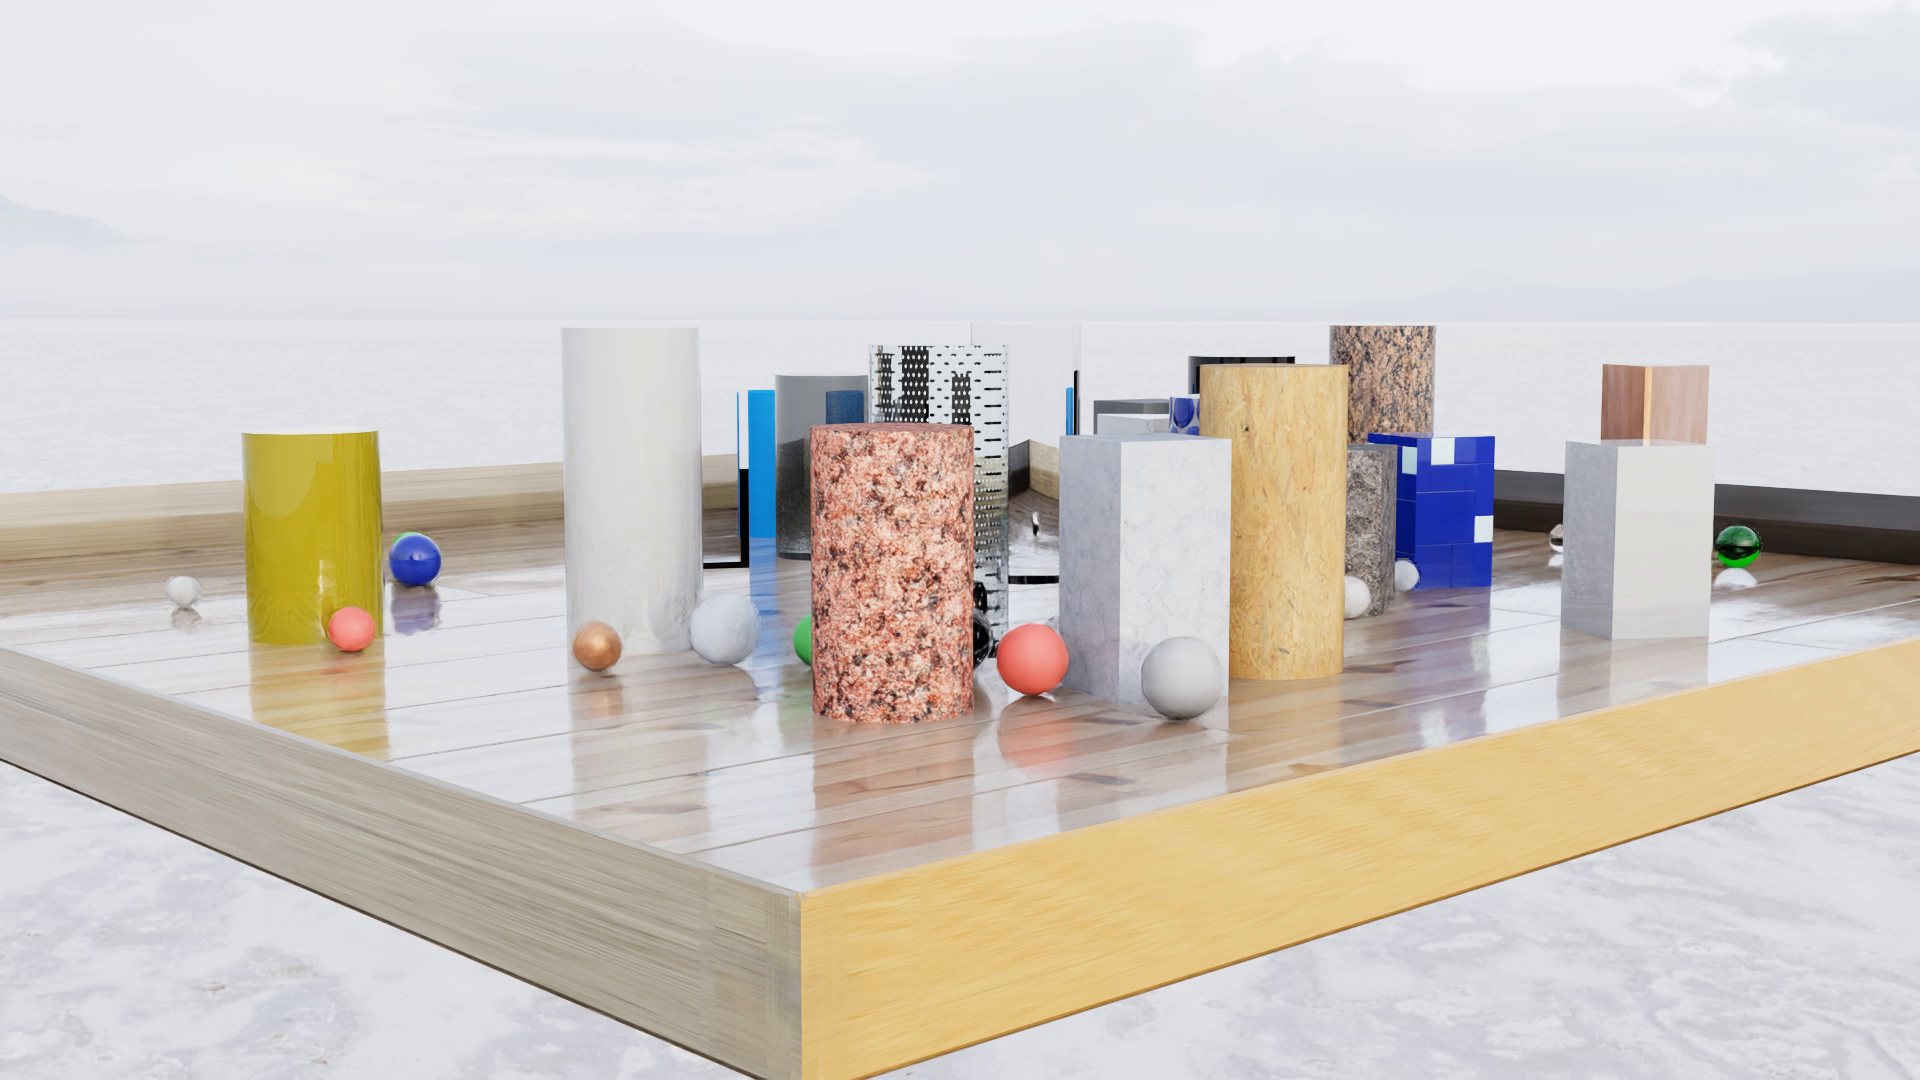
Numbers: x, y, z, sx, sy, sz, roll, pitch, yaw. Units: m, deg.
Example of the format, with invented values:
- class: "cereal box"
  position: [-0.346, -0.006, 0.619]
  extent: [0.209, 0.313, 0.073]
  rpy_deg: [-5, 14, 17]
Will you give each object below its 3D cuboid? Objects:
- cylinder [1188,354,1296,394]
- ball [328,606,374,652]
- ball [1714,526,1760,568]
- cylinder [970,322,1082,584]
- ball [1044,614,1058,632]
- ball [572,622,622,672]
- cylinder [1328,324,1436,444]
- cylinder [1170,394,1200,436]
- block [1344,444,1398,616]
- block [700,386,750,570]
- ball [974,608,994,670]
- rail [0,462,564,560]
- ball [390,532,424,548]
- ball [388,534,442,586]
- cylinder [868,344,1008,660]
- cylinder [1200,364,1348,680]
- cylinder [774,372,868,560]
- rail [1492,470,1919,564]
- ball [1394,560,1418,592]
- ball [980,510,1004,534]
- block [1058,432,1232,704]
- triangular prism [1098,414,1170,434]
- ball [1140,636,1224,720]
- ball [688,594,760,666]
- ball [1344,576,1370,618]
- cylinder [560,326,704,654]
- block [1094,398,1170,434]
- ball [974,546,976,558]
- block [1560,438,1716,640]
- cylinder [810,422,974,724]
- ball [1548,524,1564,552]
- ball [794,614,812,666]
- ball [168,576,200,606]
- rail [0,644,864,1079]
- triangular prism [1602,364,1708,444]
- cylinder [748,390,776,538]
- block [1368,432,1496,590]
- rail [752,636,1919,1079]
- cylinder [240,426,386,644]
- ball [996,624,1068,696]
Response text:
- class: "cylinder"
  position: [0.468, -0.128, 3.677]
  extent: [0.179, 0.360, 0.179]
  rpy_deg: [0, 6, 0]
- class: "ball"
  position: [-0.782, 0.114, 2.828]
  extent: [0.058, 0.058, 0.058]
  rpy_deg: [0, 6, 0]
- class: "ball"
  position: [1.317, 0.011, 3.726]
  extent: [0.073, 0.073, 0.073]
  rpy_deg: [0, 6, 0]
- class: "cylinder"
  position: [0.107, -0.145, 3.571]
  extent: [0.179, 0.416, 0.179]
  rpy_deg: [0, 6, 0]
- class: "ball"
  position: [0.130, 0.121, 2.795]
  extent: [0.053, 0.053, 0.053]
  rpy_deg: [0, 6, 0]
- class: "ball"
  position: [-0.441, 0.130, 2.675]
  extent: [0.060, 0.060, 0.060]
  rpy_deg: [0, 6, 0]
- class: "cylinder"
  position: [0.717, -0.161, 3.753]
  extent: [0.179, 0.409, 0.179]
  rpy_deg: [0, 6, 0]
- class: "cylinder"
  position: [0.373, -0.035, 2.991]
  extent: [0.179, 0.320, 0.179]
  rpy_deg: [0, 6, 0]
- class: "block"
  position: [0.556, -0.018, 3.224]
  extent: [0.143, 0.238, 0.143]
  rpy_deg: [2, 6, 20]
- class: "block"
  position: [-0.445, -0.108, 3.765]
  extent: [0.143, 0.302, 0.143]
  rpy_deg: [-2, 6, -15]
- class: "ball"
  position: [-0.003, 0.119, 2.655]
  extent: [0.086, 0.086, 0.086]
  rpy_deg: [0, 6, 0]
- class: "rail"
  position: [-0.998, -0.085, 4.408]
  extent: [3.000, 0.116, 0.045]
  rpy_deg: [-6, 8, -42]
- class: "ball"
  position: [-0.904, 0.022, 3.627]
  extent: [0.071, 0.071, 0.071]
  rpy_deg: [0, 6, 0]
- class: "ball"
  position: [-0.863, 0.032, 3.484]
  extent: [0.083, 0.083, 0.083]
  rpy_deg: [0, 6, 0]
- class: "cylinder"
  position: [-0.027, -0.052, 2.812]
  extent: [0.179, 0.394, 0.179]
  rpy_deg: [0, 6, 0]
- class: "cylinder"
  position: [0.381, -0.027, 2.686]
  extent: [0.179, 0.371, 0.179]
  rpy_deg: [0, 6, 0]
- class: "cylinder"
  position: [-0.238, -0.133, 3.900]
  extent: [0.179, 0.321, 0.179]
  rpy_deg: [0, 6, 0]
- class: "rail"
  position: [1.085, -0.076, 4.328]
  extent: [0.045, 0.116, 2.990]
  rpy_deg: [-6, 8, -42]
- class: "ball"
  position: [0.688, 0.056, 3.417]
  extent: [0.049, 0.049, 0.049]
  rpy_deg: [0, 6, 0]
- class: "ball"
  position: [0.062, -0.036, 4.284]
  extent: [0.047, 0.047, 0.047]
  rpy_deg: [0, 6, 0]
- class: "block"
  position: [0.211, 0.028, 2.531]
  extent: [0.143, 0.293, 0.143]
  rpy_deg: [-3, 7, -26]
- class: "triangular prism"
  position: [0.259, -0.040, 3.215]
  extent: [0.134, 0.283, 0.155]
  rpy_deg: [4, 8, 36]
- class: "ball"
  position: [0.238, 0.149, 2.363]
  extent: [0.089, 0.089, 0.089]
  rpy_deg: [0, 6, 0]
- class: "ball"
  position: [-0.292, 0.111, 2.721]
  extent: [0.089, 0.089, 0.089]
  rpy_deg: [0, 6, 0]
- class: "ball"
  position: [0.553, 0.082, 3.126]
  extent: [0.060, 0.060, 0.060]
  rpy_deg: [0, 6, 0]
- class: "cylinder"
  position: [-0.427, -0.069, 2.871]
  extent: [0.179, 0.415, 0.179]
  rpy_deg: [0, 6, 0]
- class: "block"
  position: [0.333, -0.106, 3.858]
  extent: [0.143, 0.277, 0.143]
  rpy_deg: [-4, 7, -33]
- class: "ball"
  position: [-0.008, 0.021, 3.653]
  extent: [0.069, 0.069, 0.069]
  rpy_deg: [0, 6, 0]
- class: "block"
  position: [0.923, -0.004, 3.002]
  extent: [0.143, 0.257, 0.143]
  rpy_deg: [-1, 6, -12]
- class: "cylinder"
  position: [-0.074, 0.031, 2.418]
  extent: [0.179, 0.311, 0.179]
  rpy_deg: [0, 6, 0]
- class: "ball"
  position: [1.085, -0.003, 3.946]
  extent: [0.054, 0.054, 0.054]
  rpy_deg: [0, 6, 0]
- class: "ball"
  position: [-0.169, 0.122, 2.697]
  extent: [0.071, 0.071, 0.071]
  rpy_deg: [0, 6, 0]
- class: "ball"
  position: [-1.145, 0.076, 3.245]
  extent: [0.047, 0.047, 0.047]
  rpy_deg: [0, 6, 0]
- class: "rail"
  position: [-1.085, 0.137, 2.337]
  extent: [0.045, 0.116, 2.990]
  rpy_deg: [-6, 8, -42]
- class: "triangular prism"
  position: [1.050, -0.095, 3.408]
  extent: [0.155, 0.352, 0.134]
  rpy_deg: [-5, 8, -38]
- class: "cylinder"
  position: [-0.351, -0.151, 4.278]
  extent: [0.179, 0.277, 0.179]
  rpy_deg: [0, 6, 0]
- class: "block"
  position: [0.750, -0.050, 3.517]
  extent: [0.143, 0.238, 0.143]
  rpy_deg: [-2, 7, -21]
- class: "rail"
  position: [0.998, 0.145, 2.258]
  extent: [3.000, 0.116, 0.045]
  rpy_deg: [-6, 8, -42]
- class: "cylinder"
  position: [-0.869, -0.009, 2.959]
  extent: [0.179, 0.276, 0.179]
  rpy_deg: [0, 6, 0]
- class: "ball"
  position: [0.083, 0.136, 2.513]
  extent: [0.082, 0.082, 0.082]
  rpy_deg: [0, 6, 0]
